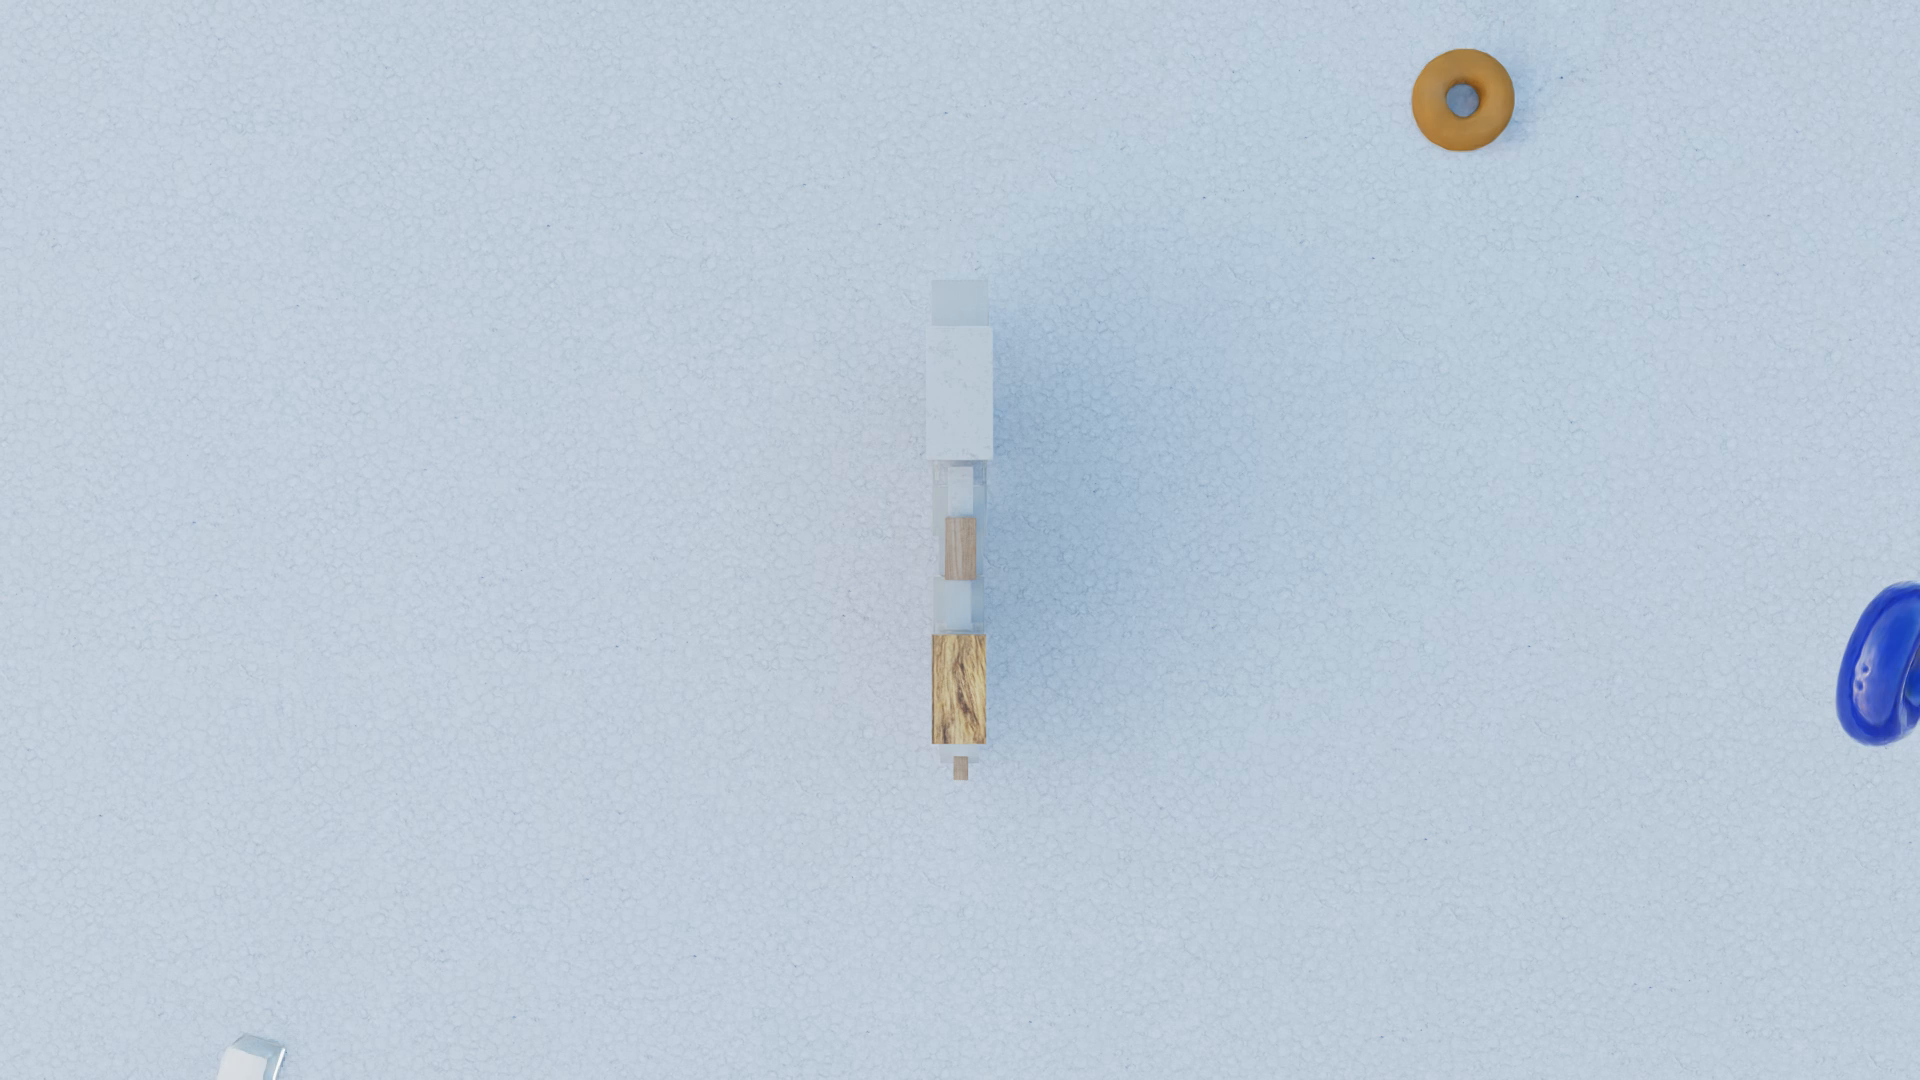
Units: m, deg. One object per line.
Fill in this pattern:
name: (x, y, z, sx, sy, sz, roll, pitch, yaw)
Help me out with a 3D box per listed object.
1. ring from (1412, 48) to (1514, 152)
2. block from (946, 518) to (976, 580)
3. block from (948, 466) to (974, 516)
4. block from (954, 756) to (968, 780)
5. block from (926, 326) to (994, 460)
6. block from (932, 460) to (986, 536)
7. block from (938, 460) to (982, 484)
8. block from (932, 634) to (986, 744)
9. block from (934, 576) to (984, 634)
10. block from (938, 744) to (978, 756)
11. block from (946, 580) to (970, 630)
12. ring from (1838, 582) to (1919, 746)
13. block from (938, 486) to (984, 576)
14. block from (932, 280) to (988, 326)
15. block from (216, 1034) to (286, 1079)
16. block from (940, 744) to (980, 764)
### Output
ring: (1.661, -1.452, 5.445, 0.337, 0.112, 0.337, 0, 91, 0)
block: (0.002, 0.024, 4.631, 0.087, 0.025, 0.175, 0, 90, 0)
block: (0.002, -0.137, 4.657, 0.069, 0.020, 0.139, 0, 90, 0)
block: (0.003, 0.700, 5.122, 0.046, 0.013, 0.092, 0, 90, 0)
block: (-0.001, -0.387, 4.353, 0.175, 0.050, 0.350, 0, 90, 0)
block: (-0.001, -0.180, 5.139, 0.169, 0.048, 0.337, 0, 90, 0)
block: (0.001, -0.290, 4.824, 0.128, 0.036, 0.256, 0, 90, 0)
block: (-0.003, 0.411, 4.556, 0.150, 0.043, 0.301, 0, 90, 0)
block: (-0.004, 0.258, 4.900, 0.150, 0.042, 0.300, 0, 90, 0)
block: (-0.004, 0.531, 4.968, 0.118, 0.033, 0.236, 0, 90, 0)
block: (-0.004, 0.186, 4.729, 0.070, 0.020, 0.140, 0, 90, 0)
ring: (2.268, 0.302, 4.006, 0.140, 0.420, 0.420, 22, 90, 44)
block: (0.003, -0.027, 4.836, 0.130, 0.037, 0.260, 0, 90, 0)
block: (-0.001, -0.584, 4.751, 0.162, 0.046, 0.323, 0, 90, 0)
block: (-2.337, 1.734, 5.430, 0.140, 0.140, 0.140, 18, 90, 0)
block: (0.000, 0.585, 5.238, 0.122, 0.035, 0.245, 0, 90, 0)
